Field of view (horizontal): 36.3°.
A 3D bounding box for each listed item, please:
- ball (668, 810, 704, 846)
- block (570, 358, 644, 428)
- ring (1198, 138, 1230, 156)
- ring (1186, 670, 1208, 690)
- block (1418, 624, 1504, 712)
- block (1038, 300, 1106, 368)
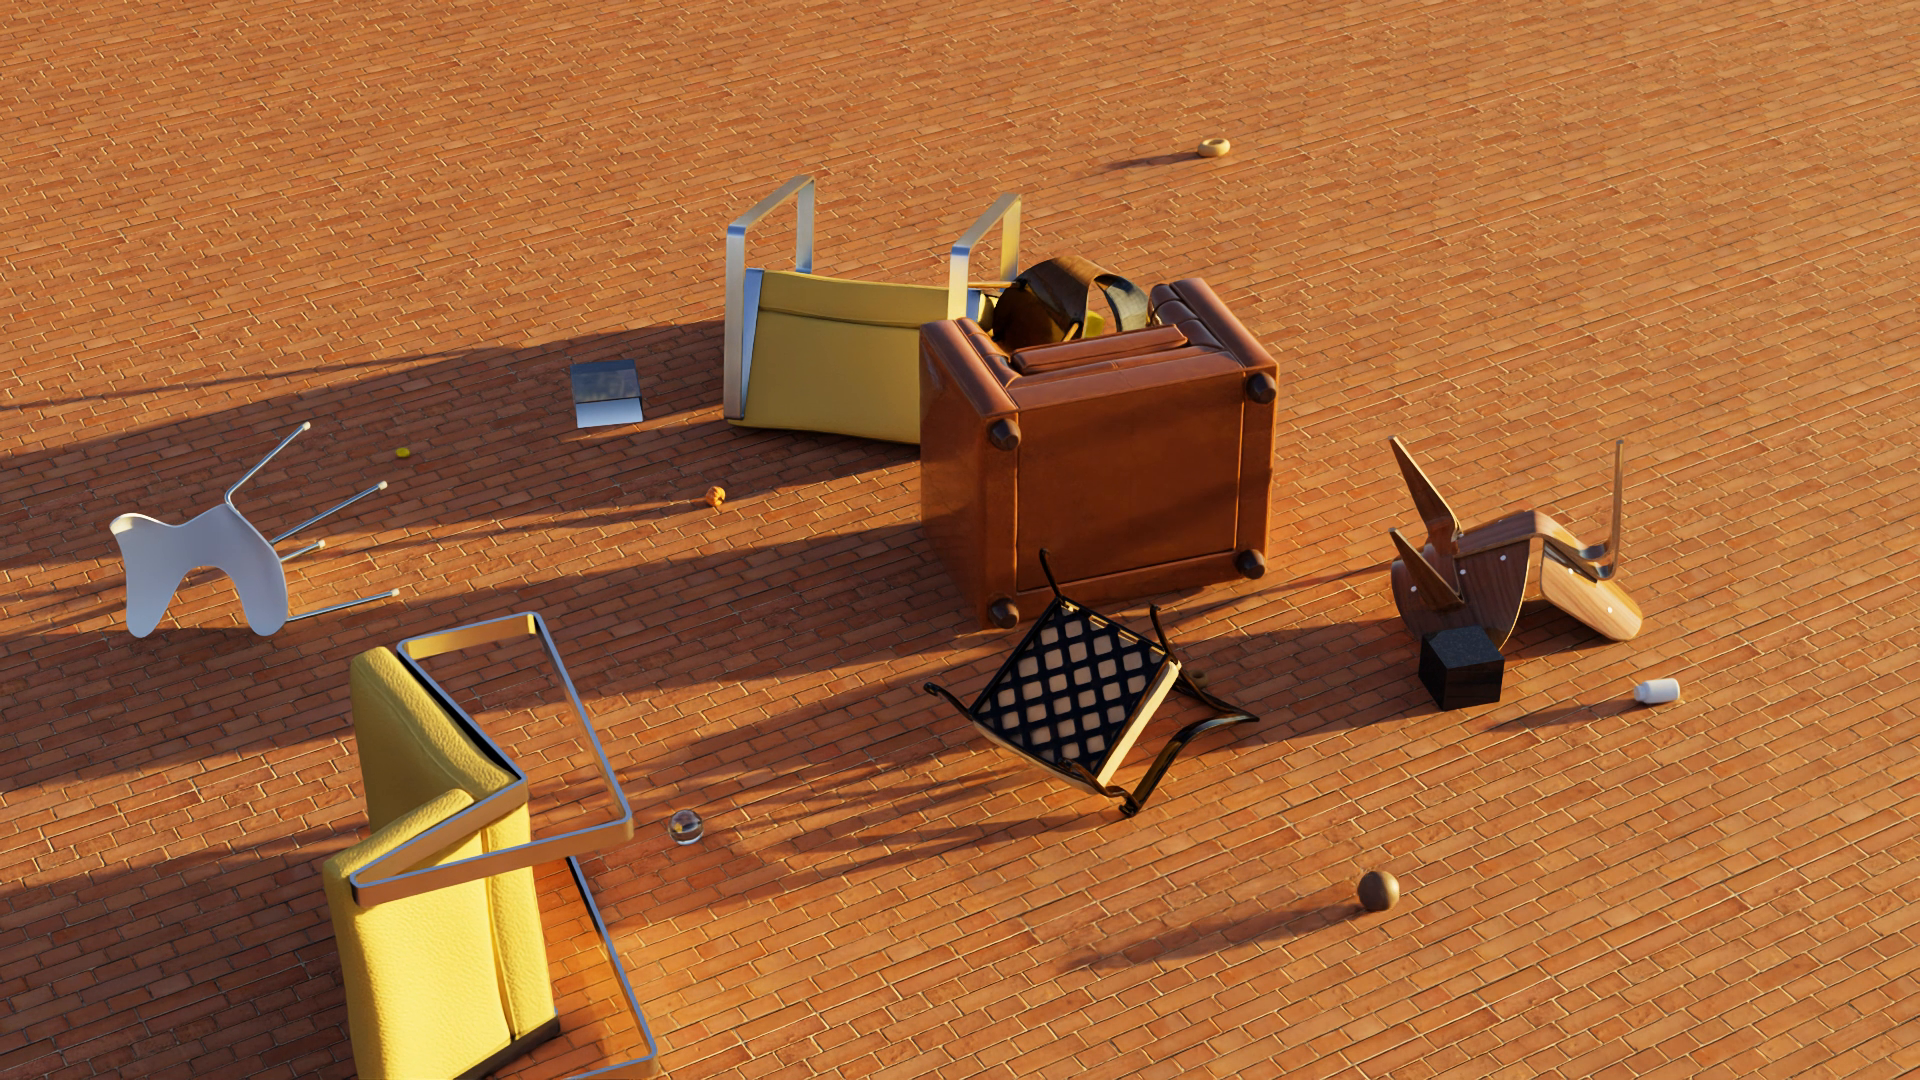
[{"bbox_3d":[-0.882,0.924,9.436,0.116,0.116,0.116,0,33,0],"label":"ball"},{"bbox_3d":[-1.416,-0.589,11.733,0.260,0.116,0.303,-6,34,-9],"label":"block"},{"bbox_3d":[1.181,-1.828,13.666,0.161,0.060,0.091,-11,37,-15],"label":"ring"},{"bbox_3d":[0.822,0.483,10.173,0.080,0.042,0.087,-13,34,-17],"label":"ring"},{"bbox_3d":[1.728,0.441,10.111,0.212,0.181,0.213,-9,34,-13],"label":"block"},{"bbox_3d":[0.451,-0.831,11.861,0.181,0.212,0.112,15,13,-31],"label":"block"}]
